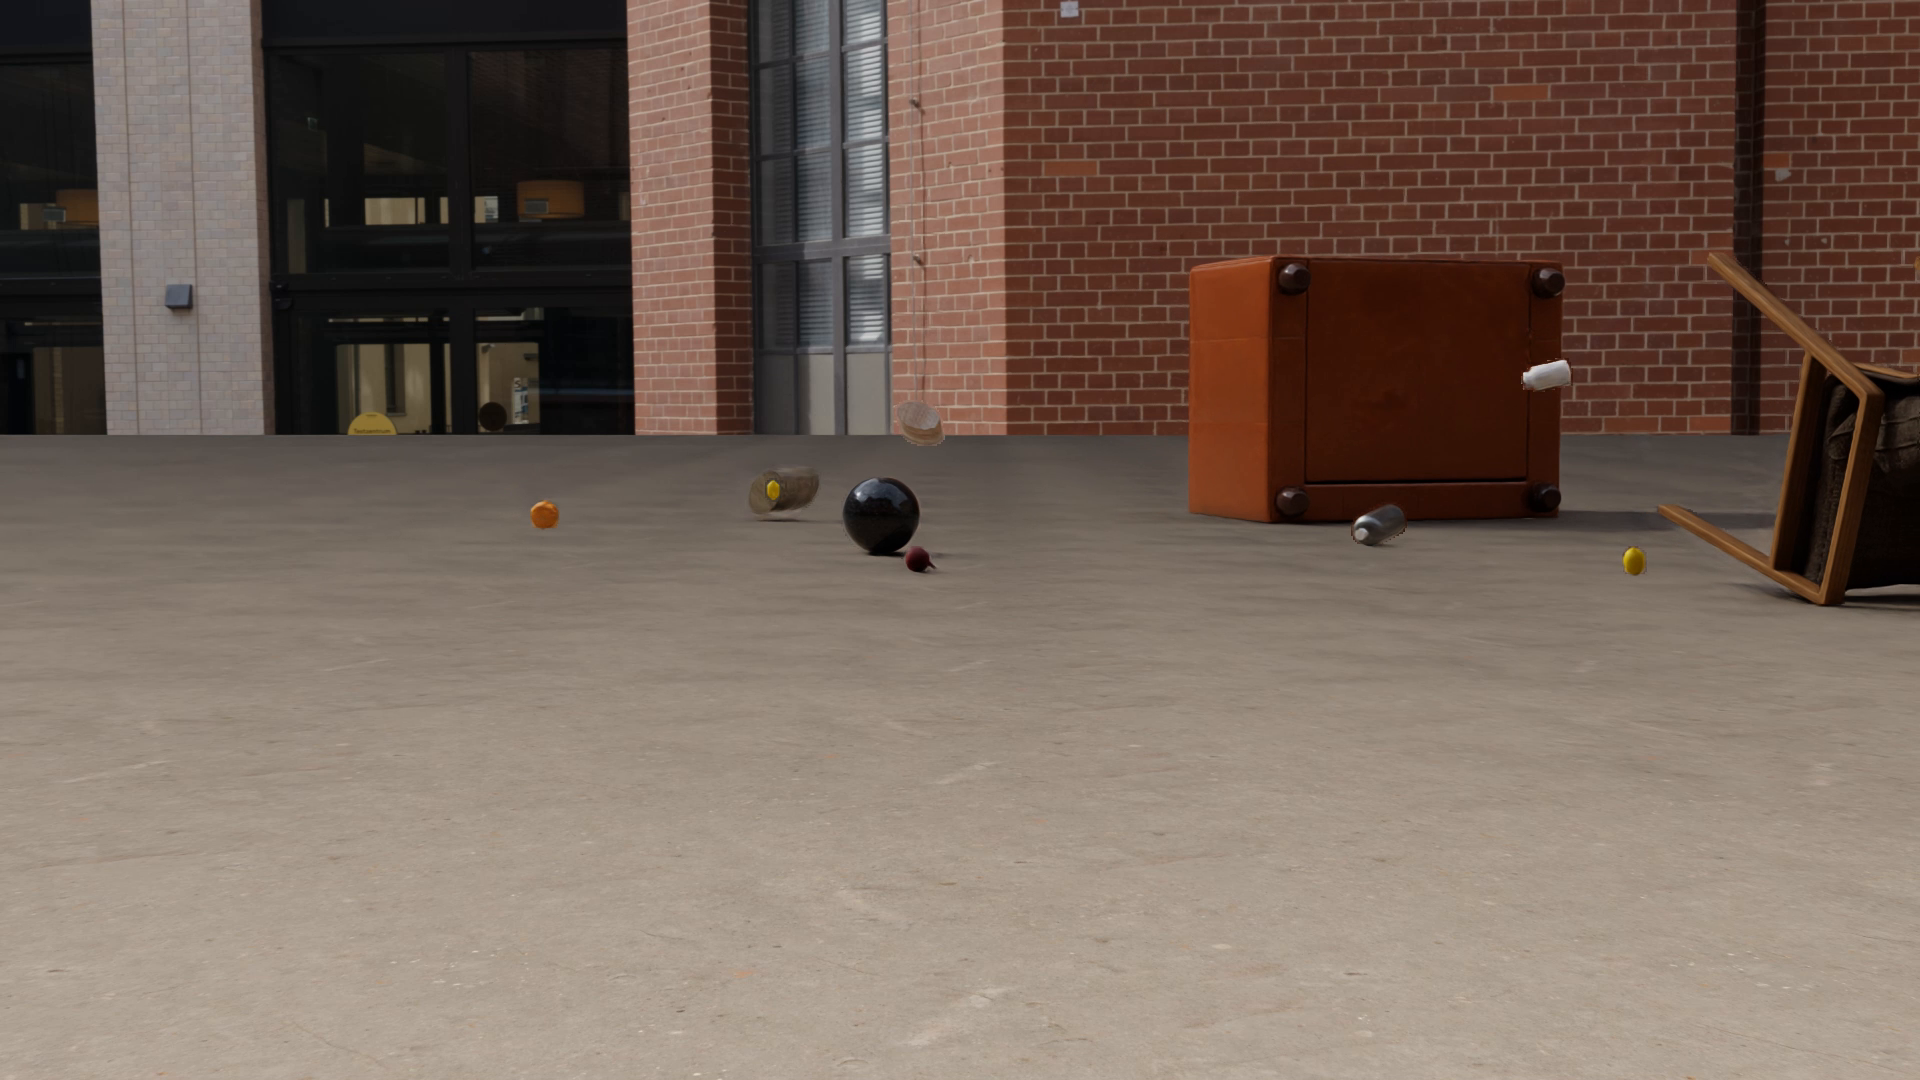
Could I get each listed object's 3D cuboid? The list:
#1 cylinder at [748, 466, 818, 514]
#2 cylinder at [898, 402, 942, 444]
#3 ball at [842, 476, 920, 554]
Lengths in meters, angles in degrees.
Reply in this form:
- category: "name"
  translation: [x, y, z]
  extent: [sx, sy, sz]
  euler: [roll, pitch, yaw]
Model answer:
- category: "cylinder"
  translation: [-0.600, -0.171, 7.492]
  extent: [0.180, 0.122, 0.186]
  euler: [-9, -31, -50]
- category: "cylinder"
  translation: [-0.129, -0.378, 7.114]
  extent: [0.147, 0.092, 0.094]
  euler: [21, -24, 16]
- category: "ball"
  translation: [-0.214, -0.068, 5.989]
  extent: [0.212, 0.212, 0.212]
  euler: [0, 4, 0]
